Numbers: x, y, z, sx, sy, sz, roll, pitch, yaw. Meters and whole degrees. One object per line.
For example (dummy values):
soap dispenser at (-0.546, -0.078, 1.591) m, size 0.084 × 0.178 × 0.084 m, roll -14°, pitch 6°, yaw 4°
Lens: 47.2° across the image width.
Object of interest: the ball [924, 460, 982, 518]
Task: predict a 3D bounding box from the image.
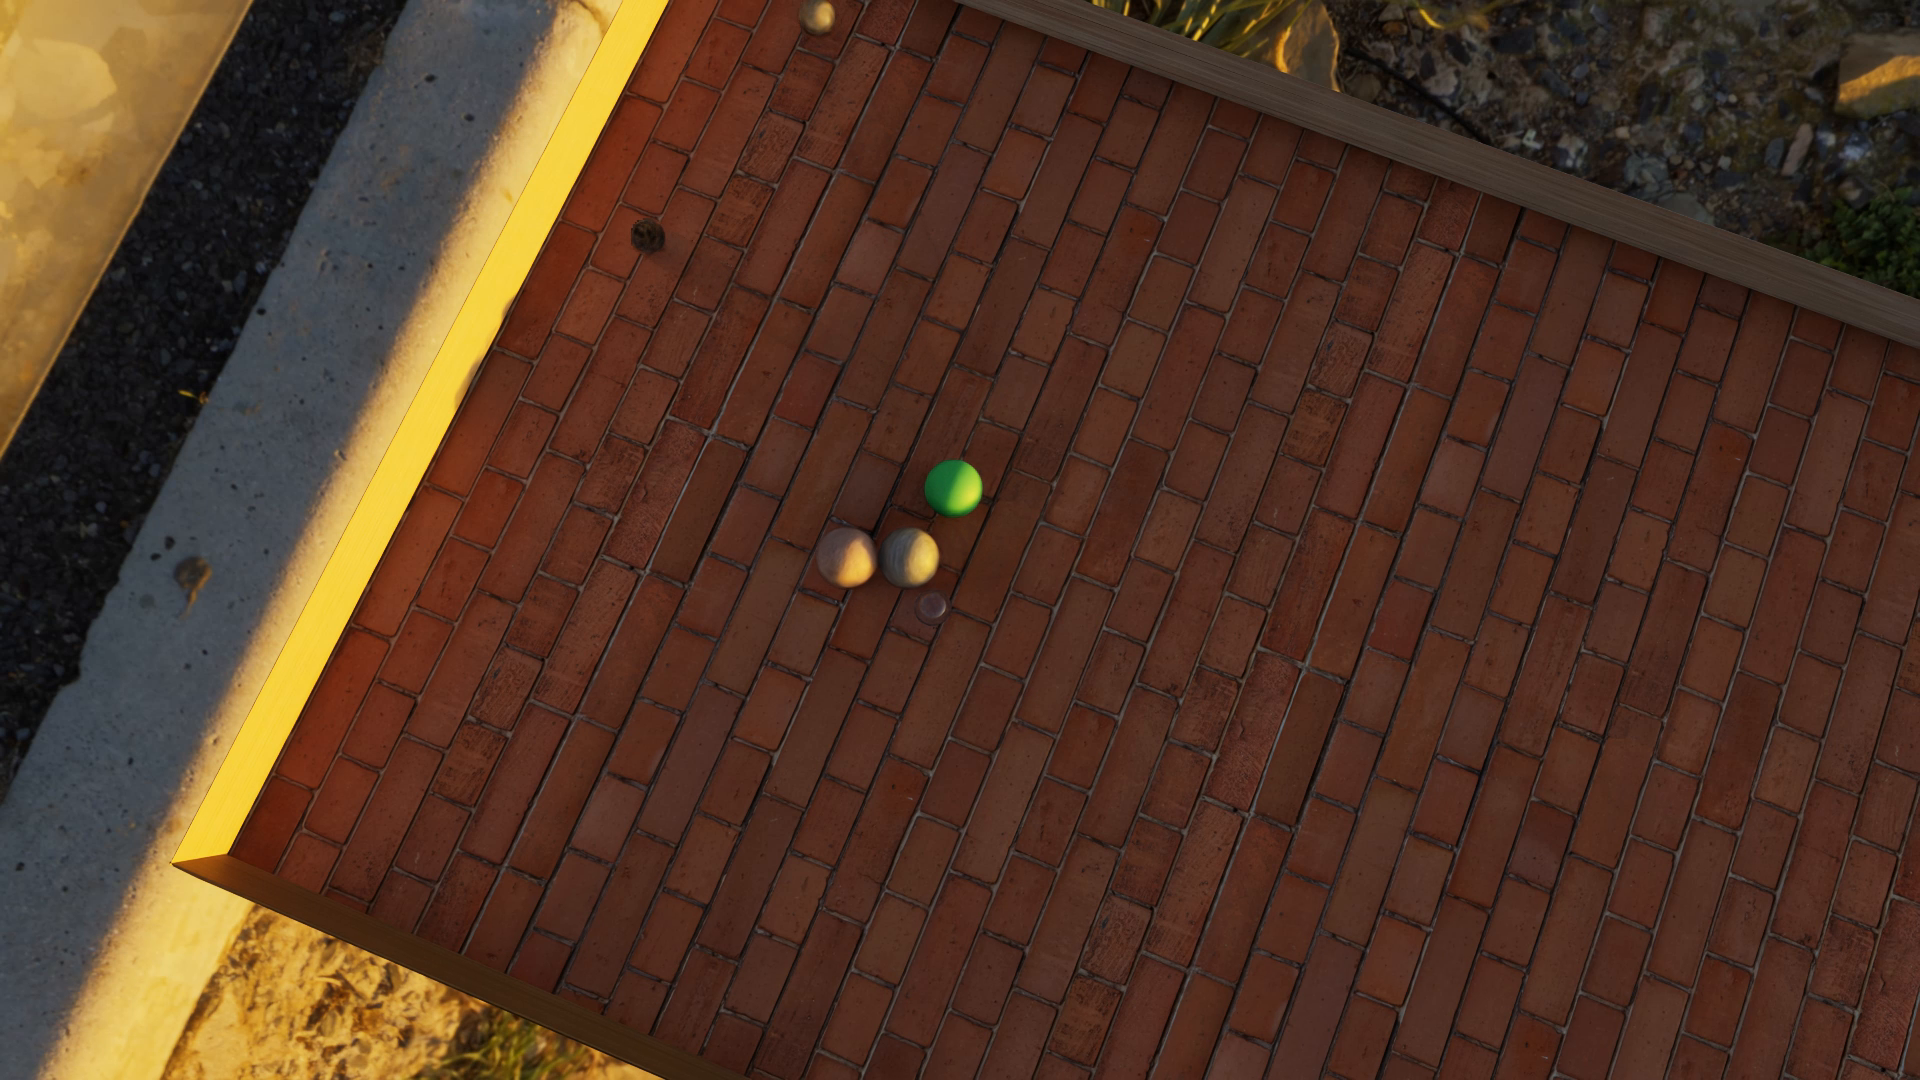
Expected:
ball at (-0.010, -0.080, 3.415) m, size 0.091 × 0.091 × 0.091 m, roll 0°, pitch 72°, yaw 0°

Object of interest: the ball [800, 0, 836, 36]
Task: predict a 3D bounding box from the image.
ball at (-0.239, -0.878, 3.690) m, size 0.062 × 0.062 × 0.062 m, roll 0°, pitch 72°, yaw 0°

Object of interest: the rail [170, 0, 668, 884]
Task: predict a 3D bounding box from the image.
rail at (-0.767, -0.308, 3.472) m, size 0.045 × 0.122 × 1.821 m, roll 21°, pitch 73°, yaw 7°

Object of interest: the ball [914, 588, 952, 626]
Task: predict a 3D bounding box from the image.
ball at (-0.042, 0.103, 3.373) m, size 0.057 × 0.057 × 0.057 m, roll 0°, pitch 72°, yaw 0°

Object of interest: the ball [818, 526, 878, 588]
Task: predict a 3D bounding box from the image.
ball at (-0.172, 0.027, 3.379) m, size 0.094 × 0.094 × 0.094 m, roll 0°, pitch 72°, yaw 0°

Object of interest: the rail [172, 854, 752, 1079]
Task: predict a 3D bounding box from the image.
rail at (0.451, 1.082, 3.020) m, size 3.414 × 0.122 × 0.045 m, roll 21°, pitch 73°, yaw 7°

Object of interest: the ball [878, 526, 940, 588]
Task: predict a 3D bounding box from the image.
ball at (-0.078, 0.027, 3.379) m, size 0.094 × 0.094 × 0.094 m, roll 0°, pitch 72°, yaw 0°

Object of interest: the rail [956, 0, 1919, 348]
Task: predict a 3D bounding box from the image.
rail at (1.127, -0.478, 3.527) m, size 3.414 × 0.122 × 0.045 m, roll 21°, pitch 73°, yaw 7°

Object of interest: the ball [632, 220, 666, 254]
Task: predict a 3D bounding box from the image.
ball at (-0.505, -0.492, 3.569) m, size 0.053 × 0.053 × 0.053 m, roll 0°, pitch 72°, yaw 0°
